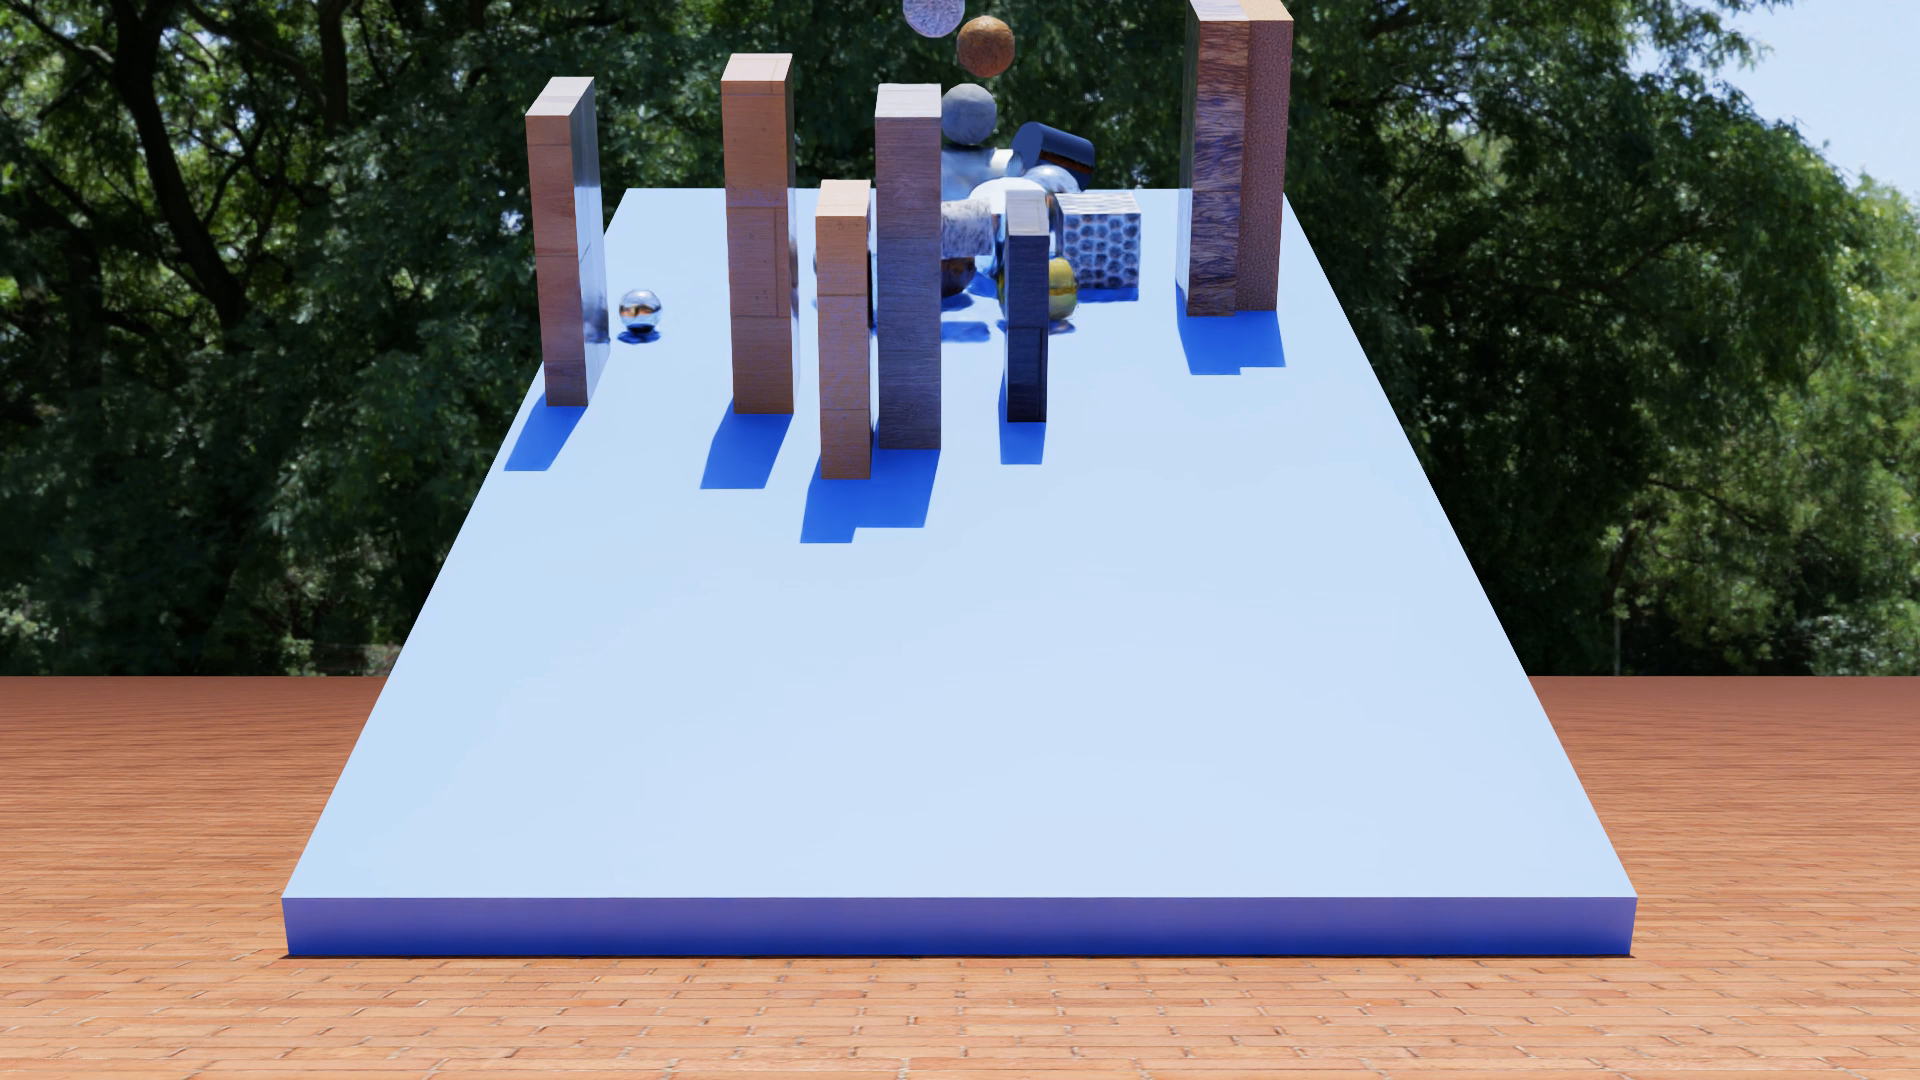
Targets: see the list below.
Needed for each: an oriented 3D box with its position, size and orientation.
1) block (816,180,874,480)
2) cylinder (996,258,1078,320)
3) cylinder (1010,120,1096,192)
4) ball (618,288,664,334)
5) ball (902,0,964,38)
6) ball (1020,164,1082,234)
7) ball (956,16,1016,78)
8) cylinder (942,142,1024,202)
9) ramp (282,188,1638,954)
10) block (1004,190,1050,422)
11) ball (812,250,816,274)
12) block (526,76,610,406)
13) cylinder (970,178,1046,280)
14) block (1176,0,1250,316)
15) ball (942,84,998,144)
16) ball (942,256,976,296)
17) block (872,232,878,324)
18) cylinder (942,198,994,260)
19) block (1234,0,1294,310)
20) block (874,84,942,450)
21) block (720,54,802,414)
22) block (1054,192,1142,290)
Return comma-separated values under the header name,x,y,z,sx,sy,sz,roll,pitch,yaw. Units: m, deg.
name,x,y,z,sx,sy,sz,roll,pitch,yaw
block,-0.243,-0.449,4.938,0.103,0.574,0.283,0,24,0
cylinder,0.194,-0.630,5.879,0.153,0.153,0.153,-10,1,-21
cylinder,0.270,-1.127,6.899,0.190,0.190,0.190,13,-10,-30
ball,-0.798,-0.572,5.796,0.111,0.111,0.111,0,-3,0
ball,-0.074,-1.517,6.591,0.177,0.177,0.177,0,-3,0
ball,0.239,-0.940,6.399,0.192,0.192,0.192,0,-3,0
ball,0.078,-1.503,7.071,0.184,0.184,0.184,0,-3,0
cylinder,0.056,-1.037,6.737,0.207,0.207,0.207,10,0,18
ramp,-0.008,-0.227,5.273,2.000,0.100,4.000,0,24,0
block,0.151,-0.540,5.321,0.089,0.436,0.374,0,24,0
ball,-0.324,-0.724,6.055,0.124,0.124,0.124,0,-3,0
block,-0.902,-0.693,5.368,0.096,0.675,0.384,0,24,0
cylinder,0.133,-0.837,6.242,0.202,0.202,0.202,-4,37,3
block,0.642,-0.987,5.951,0.121,0.754,0.348,0,24,0
ball,0.022,-1.230,6.698,0.175,0.175,0.175,0,-3,0
ball,-0.042,-0.720,6.069,0.167,0.167,0.167,0,-3,0
block,-0.212,-0.672,5.941,0.182,0.182,0.182,-7,25,-16
cylinder,0.005,-0.785,5.854,0.143,0.143,0.143,-5,-3,-5
block,0.755,-1.000,5.992,0.124,0.745,0.332,0,24,0
block,-0.109,-0.598,5.078,0.136,0.736,0.311,0,24,0
block,-0.446,-0.692,5.258,0.136,0.763,0.275,0,24,0
block,0.366,-0.802,6.210,0.205,0.205,0.205,-1,24,-4
